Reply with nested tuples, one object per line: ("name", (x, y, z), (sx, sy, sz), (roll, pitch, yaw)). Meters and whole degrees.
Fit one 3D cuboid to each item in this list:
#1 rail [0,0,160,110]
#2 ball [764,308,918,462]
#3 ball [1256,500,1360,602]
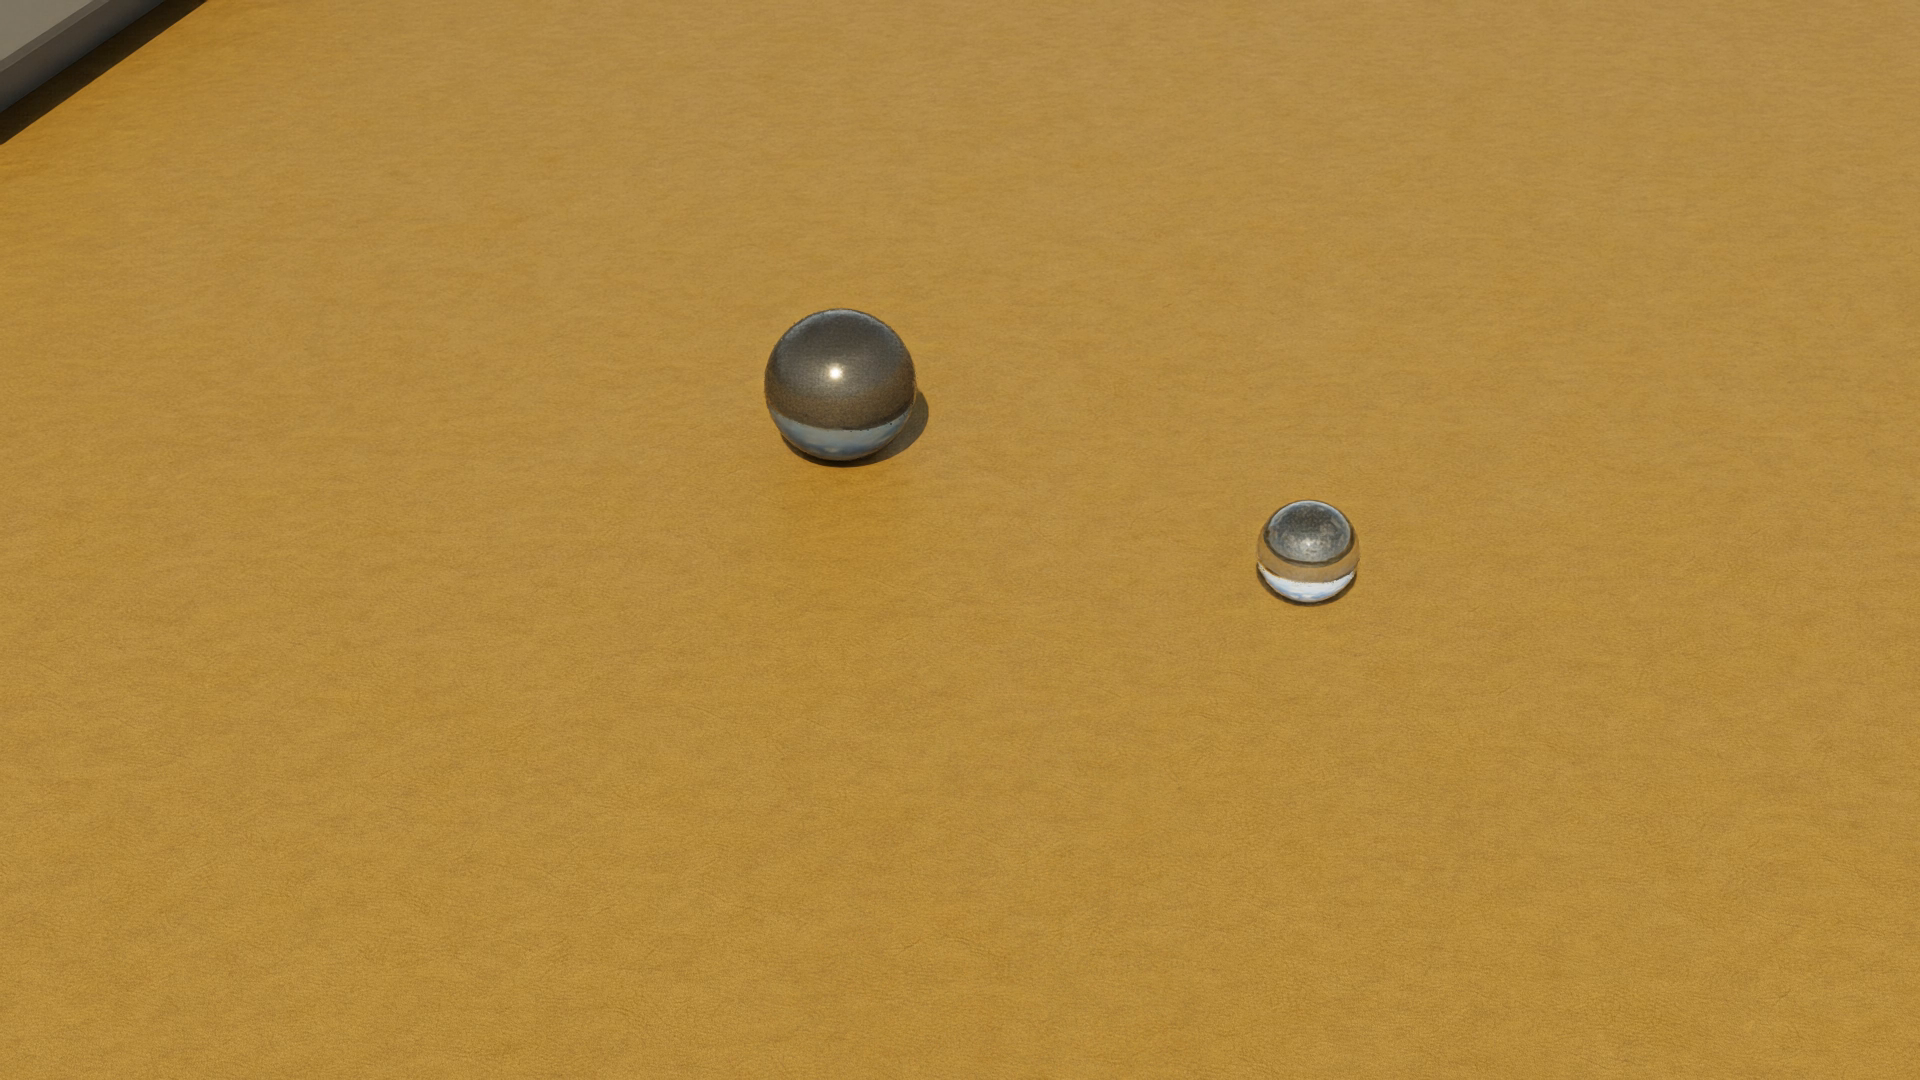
("rail", (-0.674, -0.560, 2.634), (0.045, 0.124, 3.728), (7, 30, 12))
("ball", (-0.074, -0.096, 1.826), (0.095, 0.095, 0.095), (0, 29, 0))
("ball", (0.199, 0.006, 1.678), (0.059, 0.059, 0.059), (0, 29, 0))
